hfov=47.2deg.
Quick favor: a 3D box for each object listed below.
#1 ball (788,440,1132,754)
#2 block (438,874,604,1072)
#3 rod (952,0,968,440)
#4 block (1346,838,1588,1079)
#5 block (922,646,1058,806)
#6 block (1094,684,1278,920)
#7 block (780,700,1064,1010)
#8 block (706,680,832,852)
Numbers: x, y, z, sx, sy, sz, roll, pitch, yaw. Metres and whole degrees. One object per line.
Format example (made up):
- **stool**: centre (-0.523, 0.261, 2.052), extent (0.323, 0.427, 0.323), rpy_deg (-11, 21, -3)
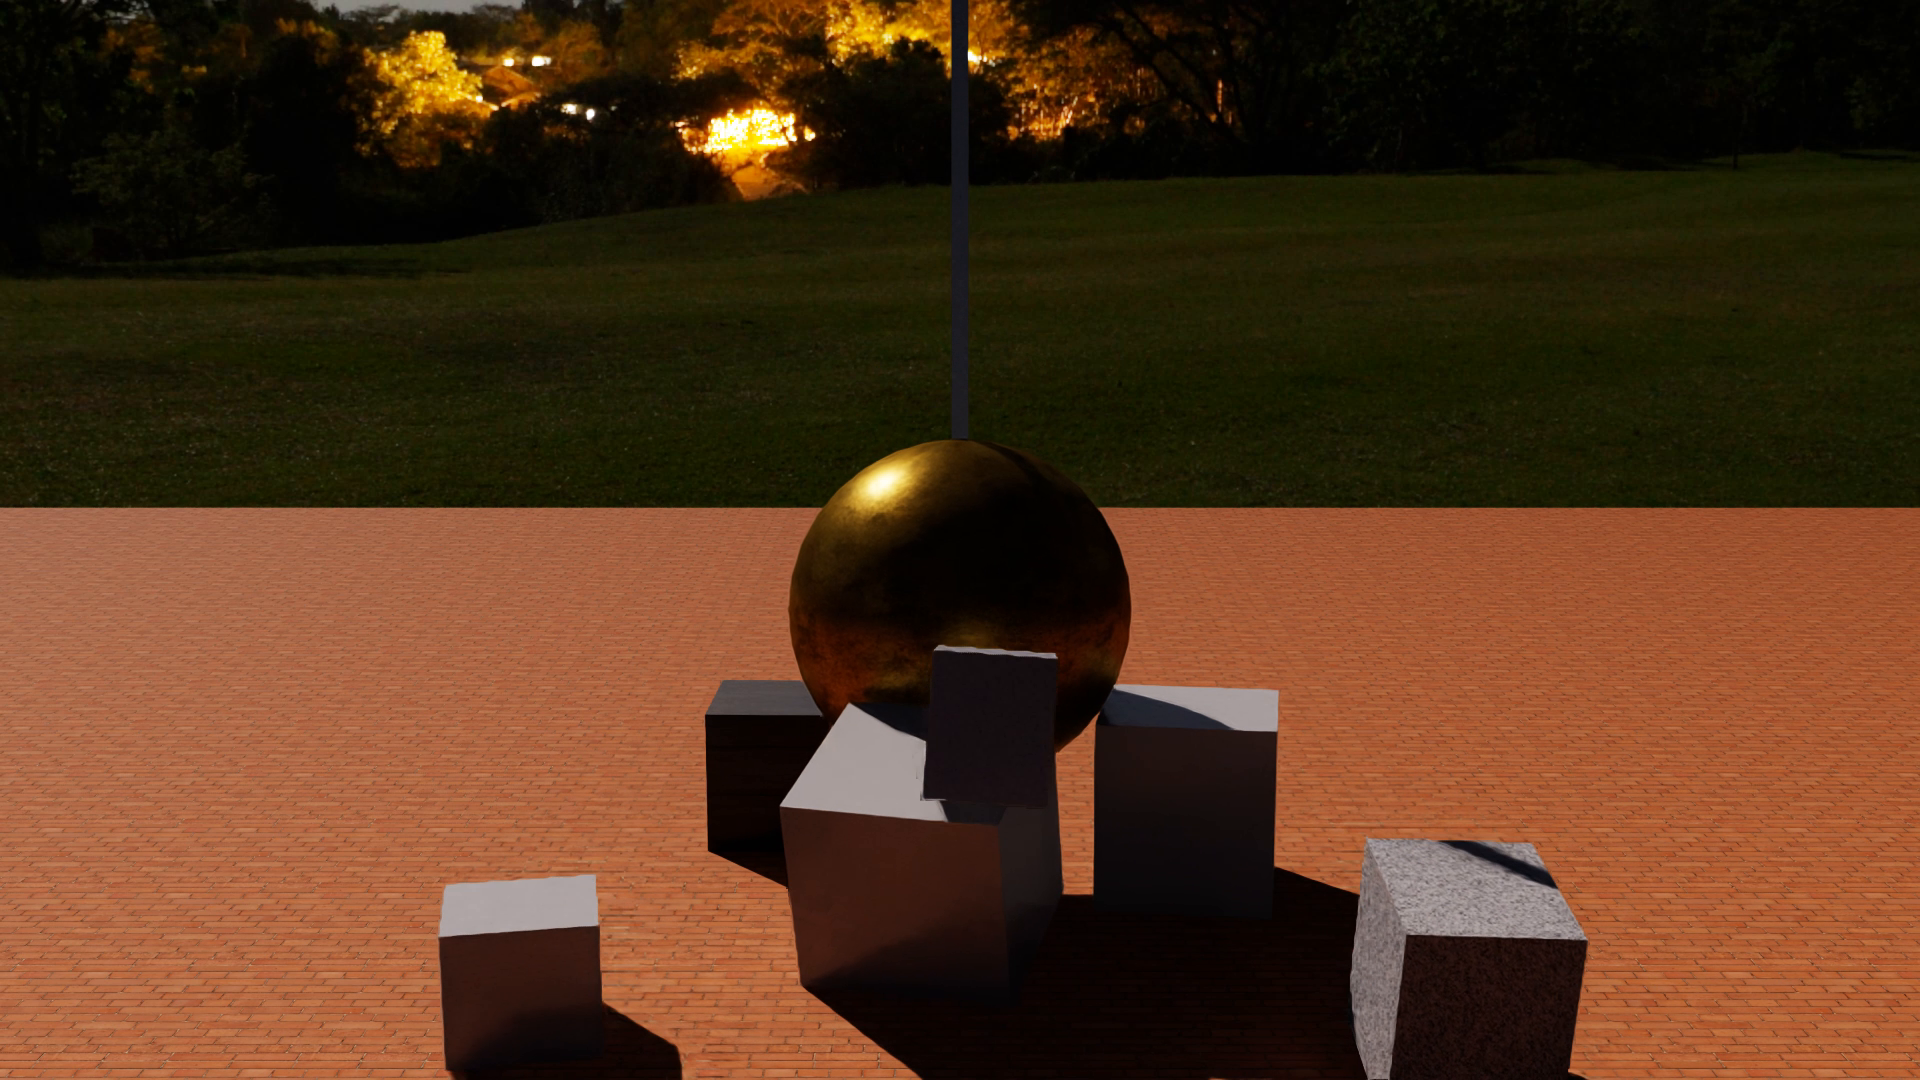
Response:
- **ball**: centre (0.000, 0.330, 10.251), extent (1.600, 1.600, 1.600), rpy_deg (0, 10, 0)
- **block**: centre (-1.728, 1.699, 8.697), extent (0.598, 0.541, 0.604), rpy_deg (-2, 11, -10)
- **rod**: centre (0.000, -3.069, 10.194), extent (0.080, 5.200, 0.080), rpy_deg (0, 1, 0)
- **block**: centre (1.848, 1.626, 8.127), extent (0.635, 0.769, 0.760), rpy_deg (2, 18, -1)
- **block**: centre (0.122, 0.715, 8.583), extent (0.473, 0.559, 0.581), rpy_deg (4, -1, 2)
- **block**: centre (1.077, 1.218, 10.384), extent (0.820, 0.888, 0.774), rpy_deg (2, 10, 8)
- **block**: centre (-0.136, 1.315, 9.329), extent (0.919, 0.878, 0.895), rpy_deg (3, 25, 16)
- **block**: centre (-0.941, 1.148, 11.289), extent (0.627, 0.703, 0.711), rpy_deg (0, 10, 1)
